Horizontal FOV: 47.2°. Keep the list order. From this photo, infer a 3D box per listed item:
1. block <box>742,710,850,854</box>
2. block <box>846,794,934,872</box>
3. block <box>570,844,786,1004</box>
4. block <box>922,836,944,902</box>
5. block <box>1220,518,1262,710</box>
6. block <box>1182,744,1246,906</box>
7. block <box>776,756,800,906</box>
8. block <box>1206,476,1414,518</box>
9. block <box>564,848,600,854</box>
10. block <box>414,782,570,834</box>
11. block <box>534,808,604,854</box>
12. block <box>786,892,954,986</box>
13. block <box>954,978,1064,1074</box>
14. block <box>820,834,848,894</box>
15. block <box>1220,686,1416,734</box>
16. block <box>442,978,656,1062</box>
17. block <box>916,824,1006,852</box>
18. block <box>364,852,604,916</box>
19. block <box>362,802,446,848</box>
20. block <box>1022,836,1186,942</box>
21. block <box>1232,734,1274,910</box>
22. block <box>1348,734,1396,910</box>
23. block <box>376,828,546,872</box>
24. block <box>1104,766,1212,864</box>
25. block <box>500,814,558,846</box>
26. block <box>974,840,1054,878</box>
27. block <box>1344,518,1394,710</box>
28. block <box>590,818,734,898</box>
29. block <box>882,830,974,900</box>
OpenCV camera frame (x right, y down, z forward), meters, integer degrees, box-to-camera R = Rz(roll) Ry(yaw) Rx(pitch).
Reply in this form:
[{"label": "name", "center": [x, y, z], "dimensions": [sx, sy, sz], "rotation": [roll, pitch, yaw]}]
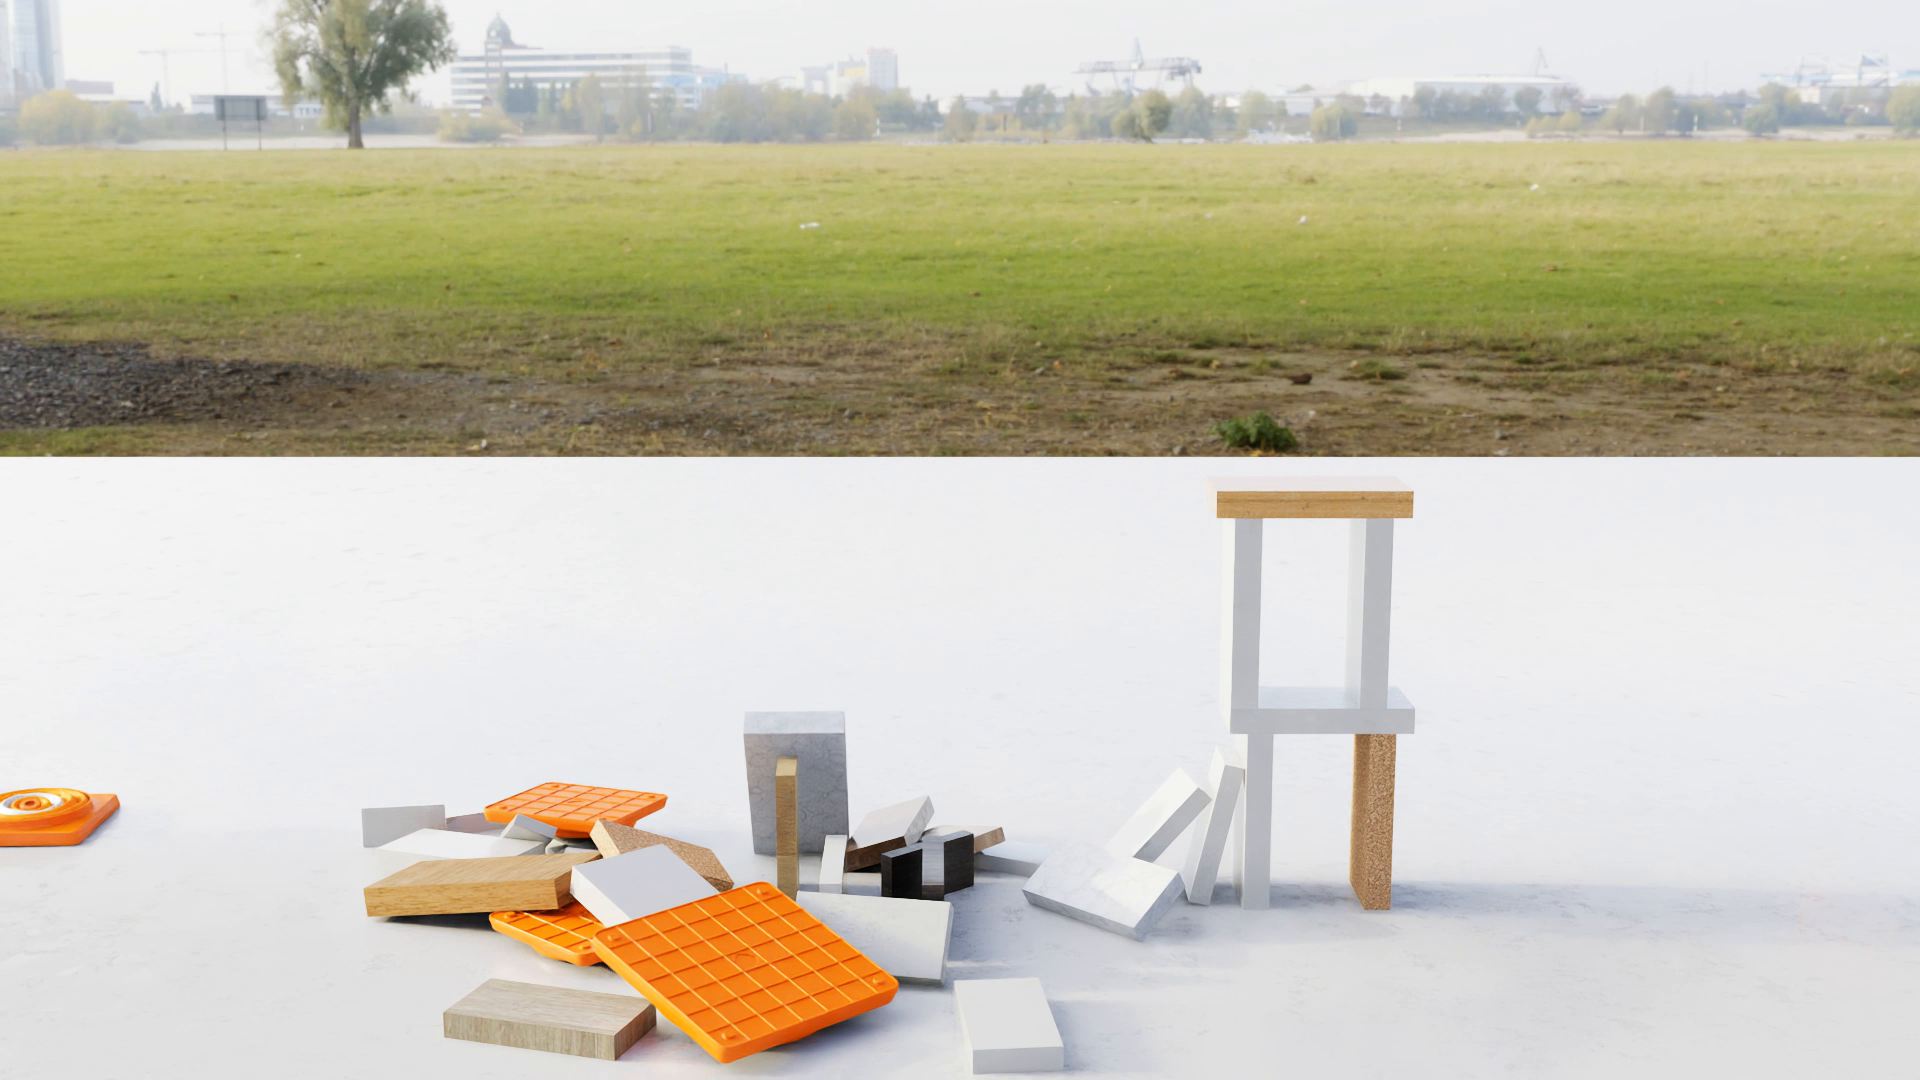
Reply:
[{"label": "block", "center": [-0.277, 0.419, 3.770], "dimensions": [0.167, 0.334, 0.047], "rotation": [0, 46, -1]}, {"label": "block", "center": [-0.126, 0.516, 3.875], "dimensions": [0.120, 0.034, 0.239], "rotation": [-18, 7, 12]}, {"label": "block", "center": [-0.435, 0.581, 3.363], "dimensions": [0.167, 0.047, 0.334], "rotation": [-9, 28, -41]}, {"label": "block", "center": [-0.042, 0.564, 3.486], "dimensions": [0.034, 0.119, 0.238], "rotation": [0, 11, -1]}, {"label": "block", "center": [0.456, 0.105, 3.576], "dimensions": [0.044, 0.311, 0.155], "rotation": [0, 11, 0]}, {"label": "block", "center": [0.419, 0.471, 3.648], "dimensions": [0.034, 0.239, 0.120], "rotation": [13, 10, -2]}, {"label": "block", "center": [-0.285, 0.481, 3.642], "dimensions": [0.032, 0.223, 0.112], "rotation": [0, 11, -2]}, {"label": "block", "center": [0.560, -0.070, 3.543], "dimensions": [0.310, 0.044, 0.155], "rotation": [0, 11, 0]}, {"label": "block", "center": [-0.558, 0.559, 3.686], "dimensions": [0.223, 0.032, 0.112], "rotation": [6, 11, -1]}, {"label": "block", "center": [-0.866, 0.498, 4.062], "dimensions": [0.257, 0.036, 0.128], "rotation": [-6, 12, -28]}, {"label": "block", "center": [-0.661, 0.532, 3.882], "dimensions": [0.128, 0.036, 0.257], "rotation": [-10, 14, -42]}, {"label": "block", "center": [-0.135, 0.599, 3.308], "dimensions": [0.238, 0.119, 0.034], "rotation": [2, -27, 12]}, {"label": "block", "center": [0.066, 0.680, 3.089], "dimensions": [0.124, 0.035, 0.247], "rotation": [-1, 11, -6]}, {"label": "block", "center": [-0.200, 0.562, 3.492], "dimensions": [0.034, 0.119, 0.238], "rotation": [0, 11, -1]}, {"label": "block", "center": [0.583, 0.278, 3.607], "dimensions": [0.297, 0.042, 0.149], "rotation": [0, 11, 0]}, {"label": "block", "center": [-0.578, 0.676, 3.105], "dimensions": [0.265, 0.037, 0.132], "rotation": [3, 11, 17]}, {"label": "block", "center": [-0.014, 0.522, 3.821], "dimensions": [0.092, 0.026, 0.184], "rotation": [-15, 4, -36]}, {"label": "block", "center": [-0.765, 0.556, 3.554], "dimensions": [0.350, 0.047, 0.167], "rotation": [-6, 5, 20]}, {"label": "block", "center": [-0.990, 0.507, 3.920], "dimensions": [0.144, 0.072, 0.020], "rotation": [-2, 11, -10]}, {"label": "block", "center": [0.230, 0.562, 3.555], "dimensions": [0.247, 0.035, 0.124], "rotation": [11, 48, 45]}, {"label": "block", "center": [0.484, 0.445, 3.638], "dimensions": [0.042, 0.297, 0.149], "rotation": [0, 11, 0]}, {"label": "block", "center": [0.682, 0.445, 3.638], "dimensions": [0.042, 0.297, 0.148], "rotation": [0, 11, 0]}, {"label": "block", "center": [-0.851, 0.539, 3.753], "dimensions": [0.256, 0.036, 0.128], "rotation": [2, 10, 25]}, {"label": "block", "center": [0.311, 0.491, 3.662], "dimensions": [0.034, 0.239, 0.120], "rotation": [43, 1, -14]}, {"label": "block", "center": [-0.745, 0.509, 3.783], "dimensions": [0.072, 0.020, 0.144], "rotation": [23, -28, -13]}, {"label": "block", "center": [0.088, 0.550, 3.816], "dimensions": [0.184, 0.026, 0.092], "rotation": [6, 12, 29]}, {"label": "block", "center": [0.663, 0.105, 3.576], "dimensions": [0.044, 0.311, 0.155], "rotation": [0, 11, 0]}, {"label": "block", "center": [-0.490, 0.525, 3.620], "dimensions": [0.223, 0.032, 0.112], "rotation": [22, 11, -35]}, {"label": "block", "center": [-0.053, 0.547, 3.648], "dimensions": [0.184, 0.092, 0.026], "rotation": [-10, 14, -42]}]
